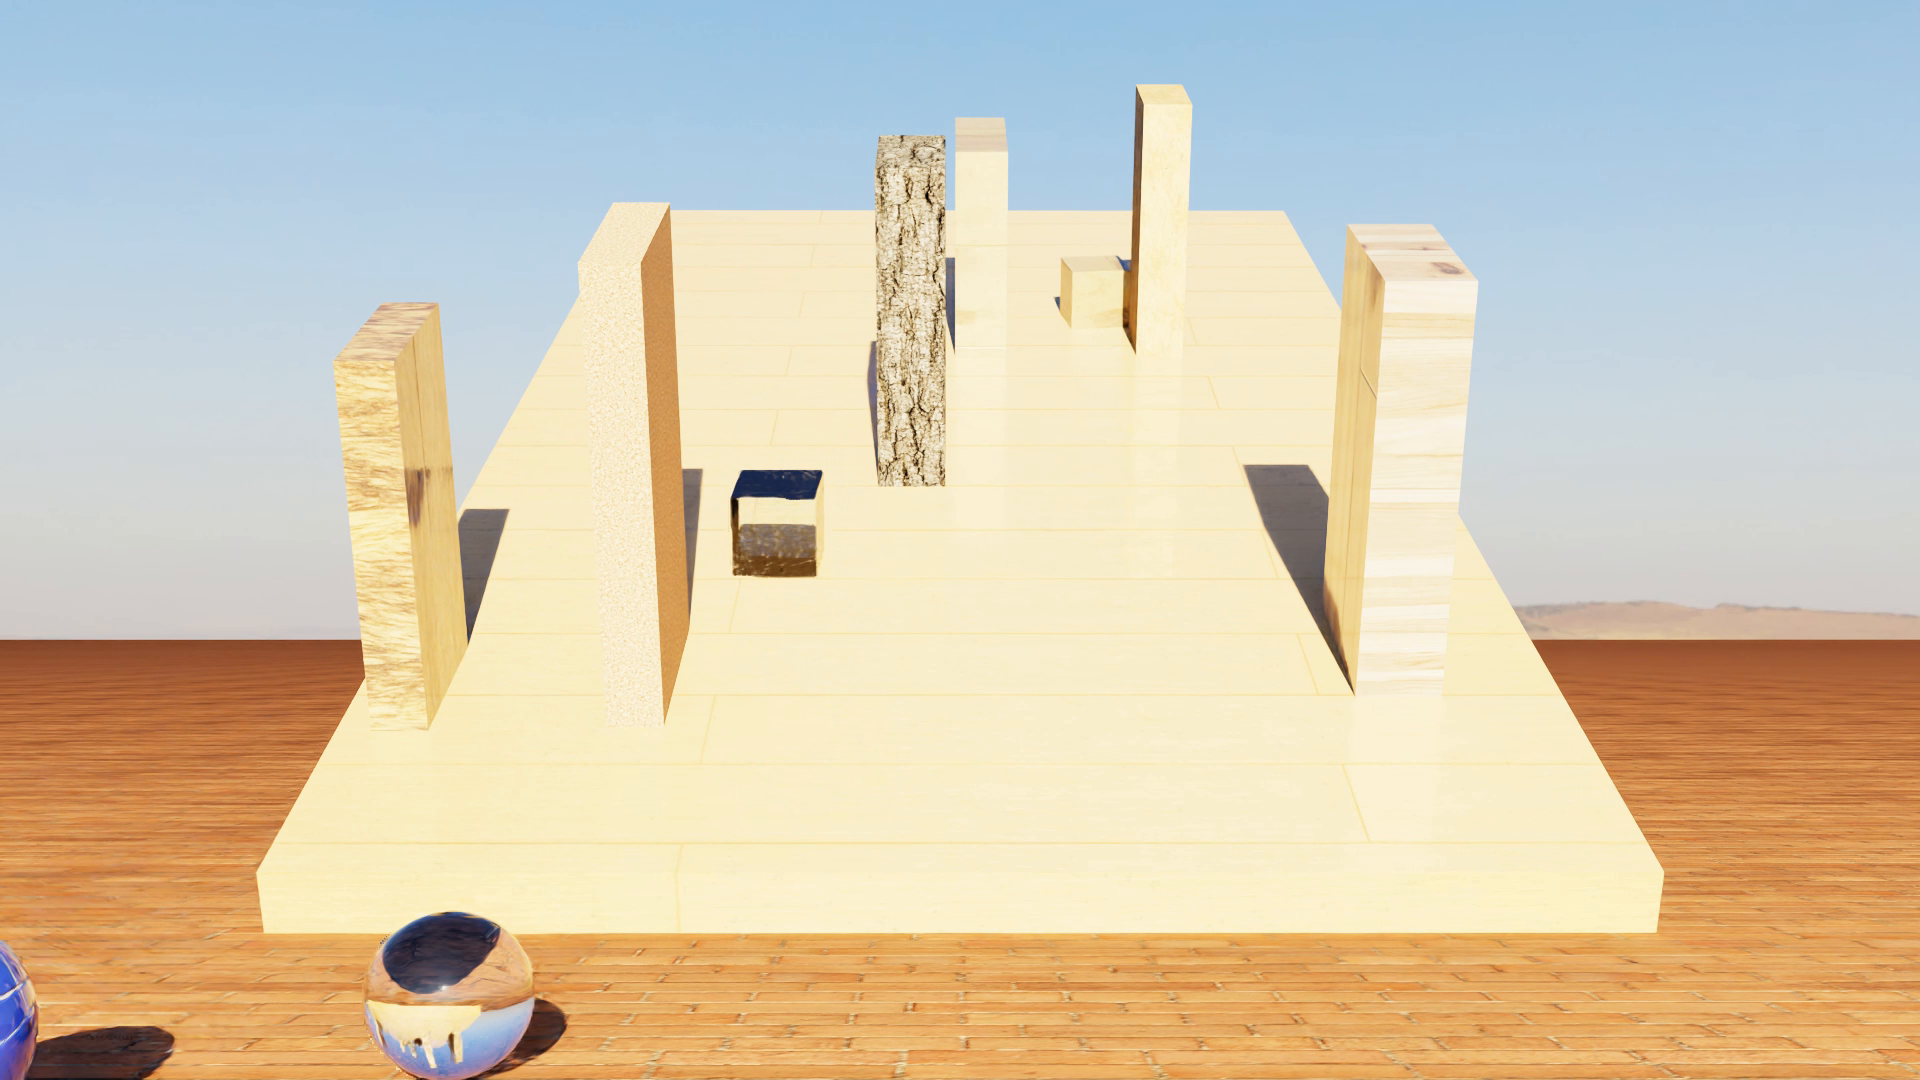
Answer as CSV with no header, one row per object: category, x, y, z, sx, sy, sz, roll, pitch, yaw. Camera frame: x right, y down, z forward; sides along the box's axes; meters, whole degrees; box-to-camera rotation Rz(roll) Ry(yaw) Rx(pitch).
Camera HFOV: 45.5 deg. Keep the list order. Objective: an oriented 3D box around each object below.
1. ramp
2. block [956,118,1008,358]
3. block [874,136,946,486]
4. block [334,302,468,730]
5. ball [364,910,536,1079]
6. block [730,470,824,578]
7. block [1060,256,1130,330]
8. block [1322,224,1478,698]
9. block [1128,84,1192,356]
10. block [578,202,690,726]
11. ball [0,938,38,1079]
ramp,-0.006,-0.219,5.132,2.000,0.100,4.000,0,22,0
block,0.050,-0.752,5.659,0.123,0.503,0.414,0,22,0
block,-0.099,-0.477,4.748,0.139,0.663,0.320,0,22,0
block,-0.898,-0.041,3.707,0.091,0.618,0.325,0,22,0
ball,-0.493,0.440,2.215,0.162,0.162,0.162,0,-2,0
block,-0.341,-0.032,4.312,0.156,0.156,0.156,1,22,2
block,0.344,-0.632,5.840,0.149,0.149,0.149,-3,22,-8
block,0.725,-0.136,3.830,0.143,0.710,0.368,0,22,0
block,0.485,-0.778,5.579,0.112,0.613,0.254,0,22,0
block,-0.523,-0.127,3.724,0.093,0.766,0.387,0,22,0
ball,-0.871,0.407,1.895,0.203,0.203,0.203,0,-2,0
